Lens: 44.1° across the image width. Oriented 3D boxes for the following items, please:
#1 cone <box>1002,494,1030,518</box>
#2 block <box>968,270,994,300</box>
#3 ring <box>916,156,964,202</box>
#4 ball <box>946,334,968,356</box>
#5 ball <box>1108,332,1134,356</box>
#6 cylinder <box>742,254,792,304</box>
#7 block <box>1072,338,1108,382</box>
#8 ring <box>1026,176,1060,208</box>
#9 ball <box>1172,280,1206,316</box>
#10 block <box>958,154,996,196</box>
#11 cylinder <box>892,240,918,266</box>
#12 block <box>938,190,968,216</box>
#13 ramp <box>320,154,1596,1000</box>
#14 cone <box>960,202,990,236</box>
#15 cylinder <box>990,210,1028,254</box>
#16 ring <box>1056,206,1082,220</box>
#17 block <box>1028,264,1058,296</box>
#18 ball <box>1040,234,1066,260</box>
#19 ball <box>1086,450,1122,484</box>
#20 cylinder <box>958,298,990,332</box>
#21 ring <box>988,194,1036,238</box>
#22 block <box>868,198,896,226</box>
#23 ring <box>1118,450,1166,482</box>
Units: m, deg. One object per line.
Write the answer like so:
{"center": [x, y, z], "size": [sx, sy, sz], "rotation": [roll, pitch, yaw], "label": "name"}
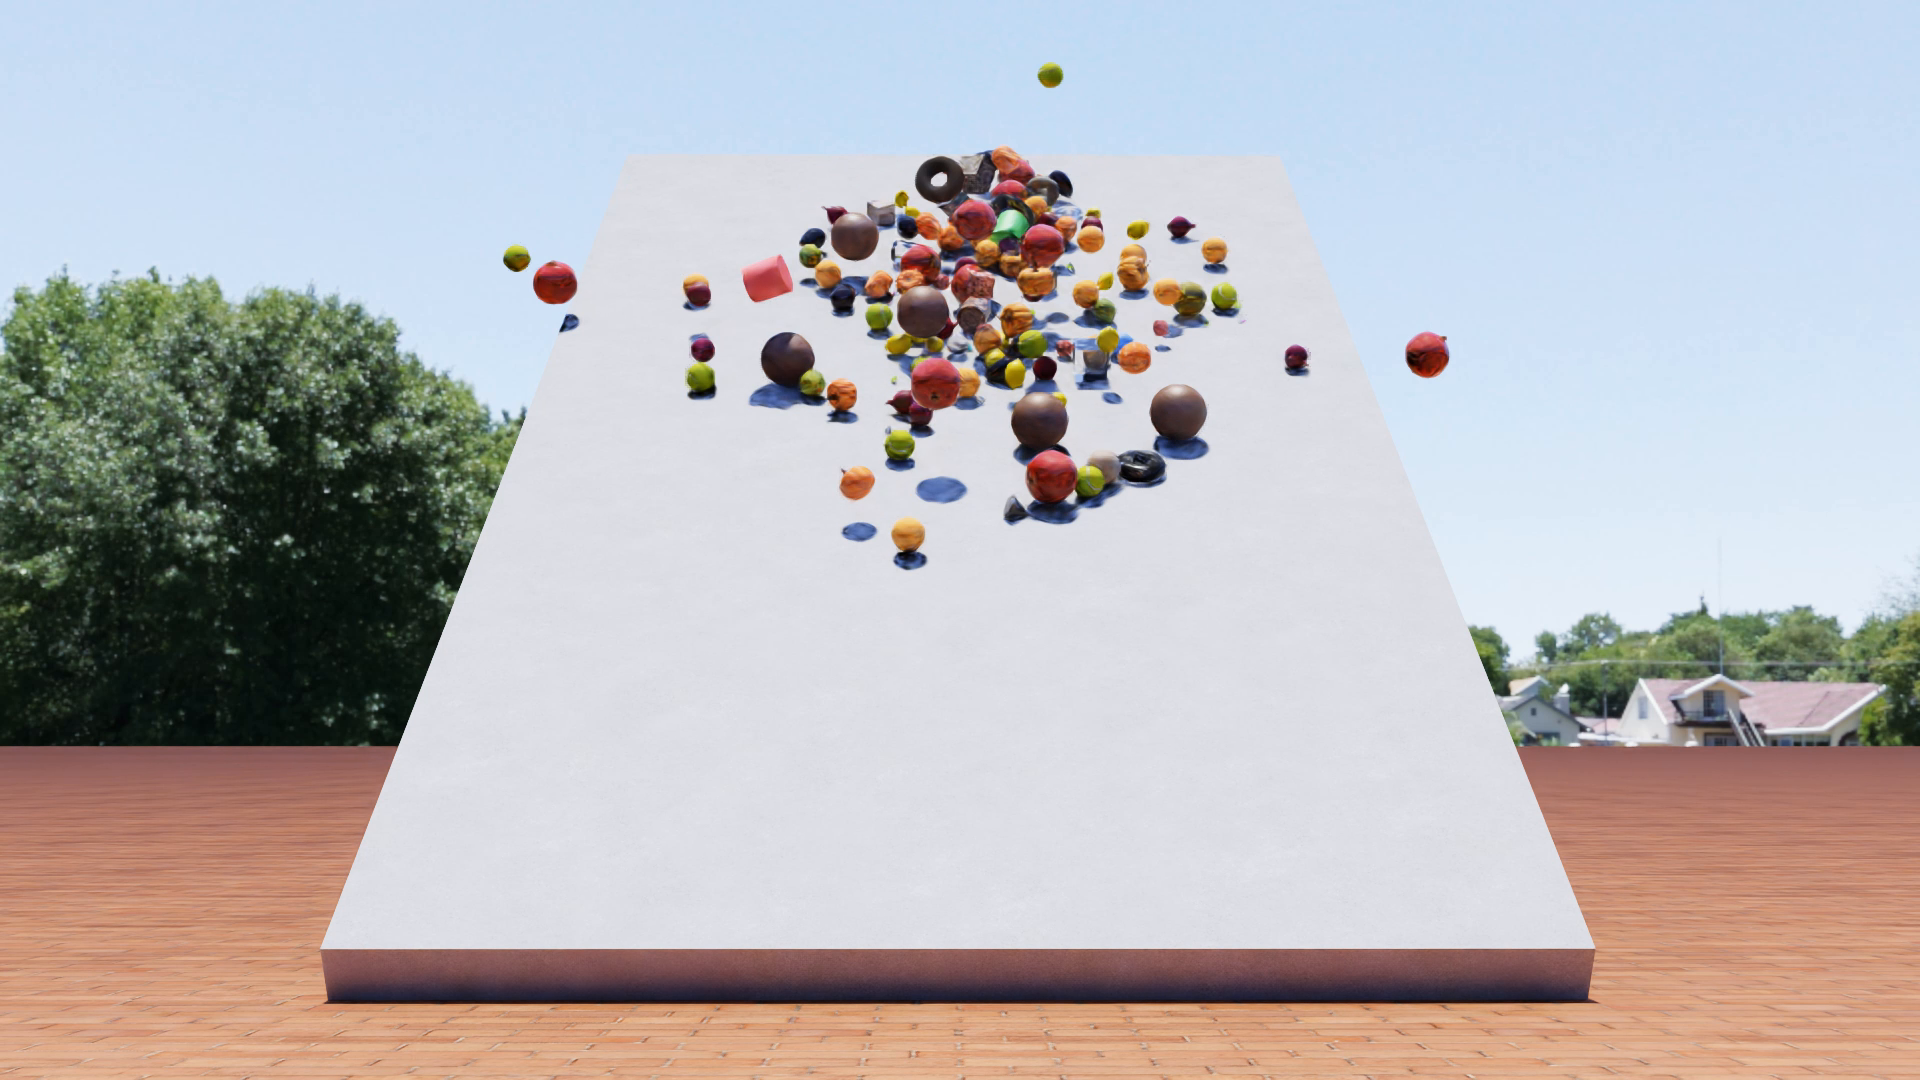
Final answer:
{"center": [0.127, -0.063, 5.069], "size": [0.055, 0.055, 0.055], "rotation": [23, -10, -12], "label": "cone"}
{"center": [0.052, -0.626, 5.821], "size": [0.054, 0.054, 0.054], "rotation": [2, 20, -10], "label": "block"}
{"center": [-0.055, -0.974, 6.418], "size": [0.135, 0.135, 0.045], "rotation": [-1, -17, 10], "label": "ring"}
{"center": [-0.006, -0.482, 5.853], "size": [0.055, 0.055, 0.055], "rotation": [0, -5, 0], "label": "ball"}
{"center": [0.397, -0.483, 5.849], "size": [0.062, 0.062, 0.062], "rotation": [0, -5, 0], "label": "ball"}
{"center": [-0.460, -0.622, 5.665], "size": [0.093, 0.093, 0.093], "rotation": [-17, -8, 11], "label": "cylinder"}
{"center": [0.315, -0.436, 5.739], "size": [0.079, 0.079, 0.079], "rotation": [-1, 27, -2], "label": "block"}
{"center": [0.233, -0.984, 6.715], "size": [0.097, 0.097, 0.032], "rotation": [-1, 31, 10], "label": "ring"}
{"center": [0.587, -0.618, 6.084], "size": [0.091, 0.091, 0.091], "rotation": [0, -5, 0], "label": "ball"}
{"center": [0.042, -1.055, 6.853], "size": [0.079, 0.079, 0.079], "rotation": [-1, -37, 32], "label": "block"}
{"center": [-0.148, -0.777, 6.415], "size": [0.060, 0.060, 0.060], "rotation": [11, -2, 12], "label": "cylinder"}
{"center": [-0.020, -0.935, 6.555], "size": [0.054, 0.054, 0.054], "rotation": [-6, -32, 45], "label": "block"}
{"center": [-0.011, -0.226, 5.524], "size": [2.000, 0.100, 4.000], "rotation": [0, 27, 0], "label": "ramp"}
{"center": [0.054, -0.886, 6.565], "size": [0.092, 0.092, 0.092], "rotation": [1, 10, -16], "label": "cone"}
{"center": [0.134, -0.839, 6.474], "size": [0.086, 0.086, 0.086], "rotation": [12, -40, 10], "label": "cylinder"}
{"center": [0.311, -0.935, 6.772], "size": [0.078, 0.026, 0.078], "rotation": [0, 26, 0], "label": "ring"}
{"center": [0.217, -0.682, 6.238], "size": [0.055, 0.055, 0.055], "rotation": [20, 42, 34], "label": "block"}
{"center": [0.239, -0.753, 6.111], "size": [0.066, 0.066, 0.066], "rotation": [0, -5, 0], "label": "ball"}
{"center": [0.314, -0.160, 5.201], "size": [0.078, 0.078, 0.078], "rotation": [0, -5, 0], "label": "ball"}
{"center": [0.036, -0.572, 6.010], "size": [0.073, 0.073, 0.073], "rotation": [-1, 26, 14], "label": "cylinder"}
{"center": [0.144, -0.895, 6.564], "size": [0.147, 0.049, 0.147], "rotation": [28, -30, 18], "label": "ring"}
{"center": [-0.223, -0.927, 6.719], "size": [0.057, 0.057, 0.057], "rotation": [-17, 32, -30], "label": "block"}
{"center": [0.399, -0.164, 5.254], "size": [0.116, 0.039, 0.116], "rotation": [0, 28, 0], "label": "ring"}
